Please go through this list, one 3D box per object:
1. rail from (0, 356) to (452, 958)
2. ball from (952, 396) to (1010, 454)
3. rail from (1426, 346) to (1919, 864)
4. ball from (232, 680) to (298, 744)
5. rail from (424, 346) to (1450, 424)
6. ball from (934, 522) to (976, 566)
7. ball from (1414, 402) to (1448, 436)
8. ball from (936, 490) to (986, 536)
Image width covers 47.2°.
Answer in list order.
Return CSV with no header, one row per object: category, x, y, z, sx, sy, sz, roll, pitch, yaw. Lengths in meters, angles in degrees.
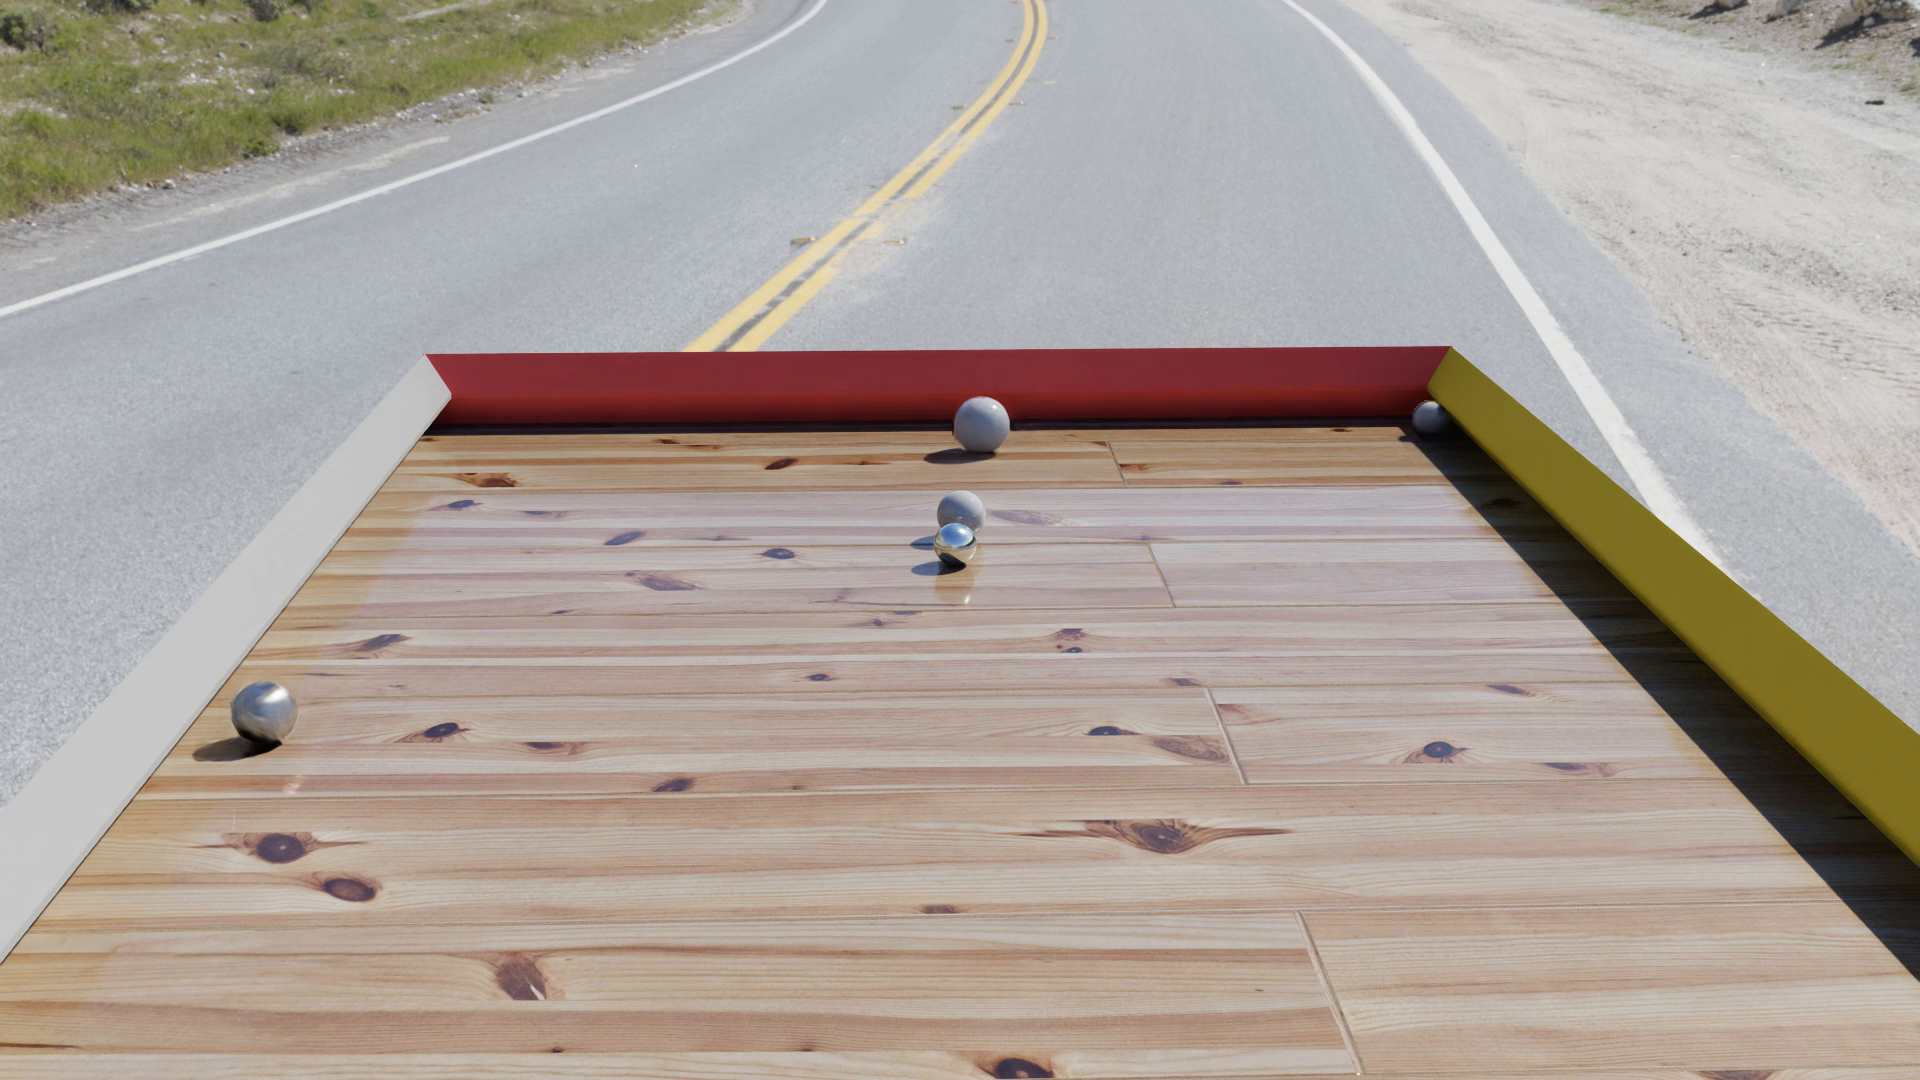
rail,-0.715,0.197,1.885,0.045,0.105,2.891,-1,17,-2
ball,0.030,-0.163,3.108,0.081,0.081,0.081,0,17,0
rail,0.769,0.181,1.938,0.045,0.105,2.891,-1,17,-2
ball,-0.657,0.163,2.077,0.060,0.060,0.060,0,17,0
rail,-0.026,-0.226,3.270,1.533,0.105,0.045,-1,17,-2
ball,-0.006,0.005,2.609,0.051,0.051,0.051,0,17,0
ball,0.686,-0.176,3.202,0.050,0.050,0.050,0,17,0
ball,0.001,-0.031,2.710,0.061,0.061,0.061,0,17,0
